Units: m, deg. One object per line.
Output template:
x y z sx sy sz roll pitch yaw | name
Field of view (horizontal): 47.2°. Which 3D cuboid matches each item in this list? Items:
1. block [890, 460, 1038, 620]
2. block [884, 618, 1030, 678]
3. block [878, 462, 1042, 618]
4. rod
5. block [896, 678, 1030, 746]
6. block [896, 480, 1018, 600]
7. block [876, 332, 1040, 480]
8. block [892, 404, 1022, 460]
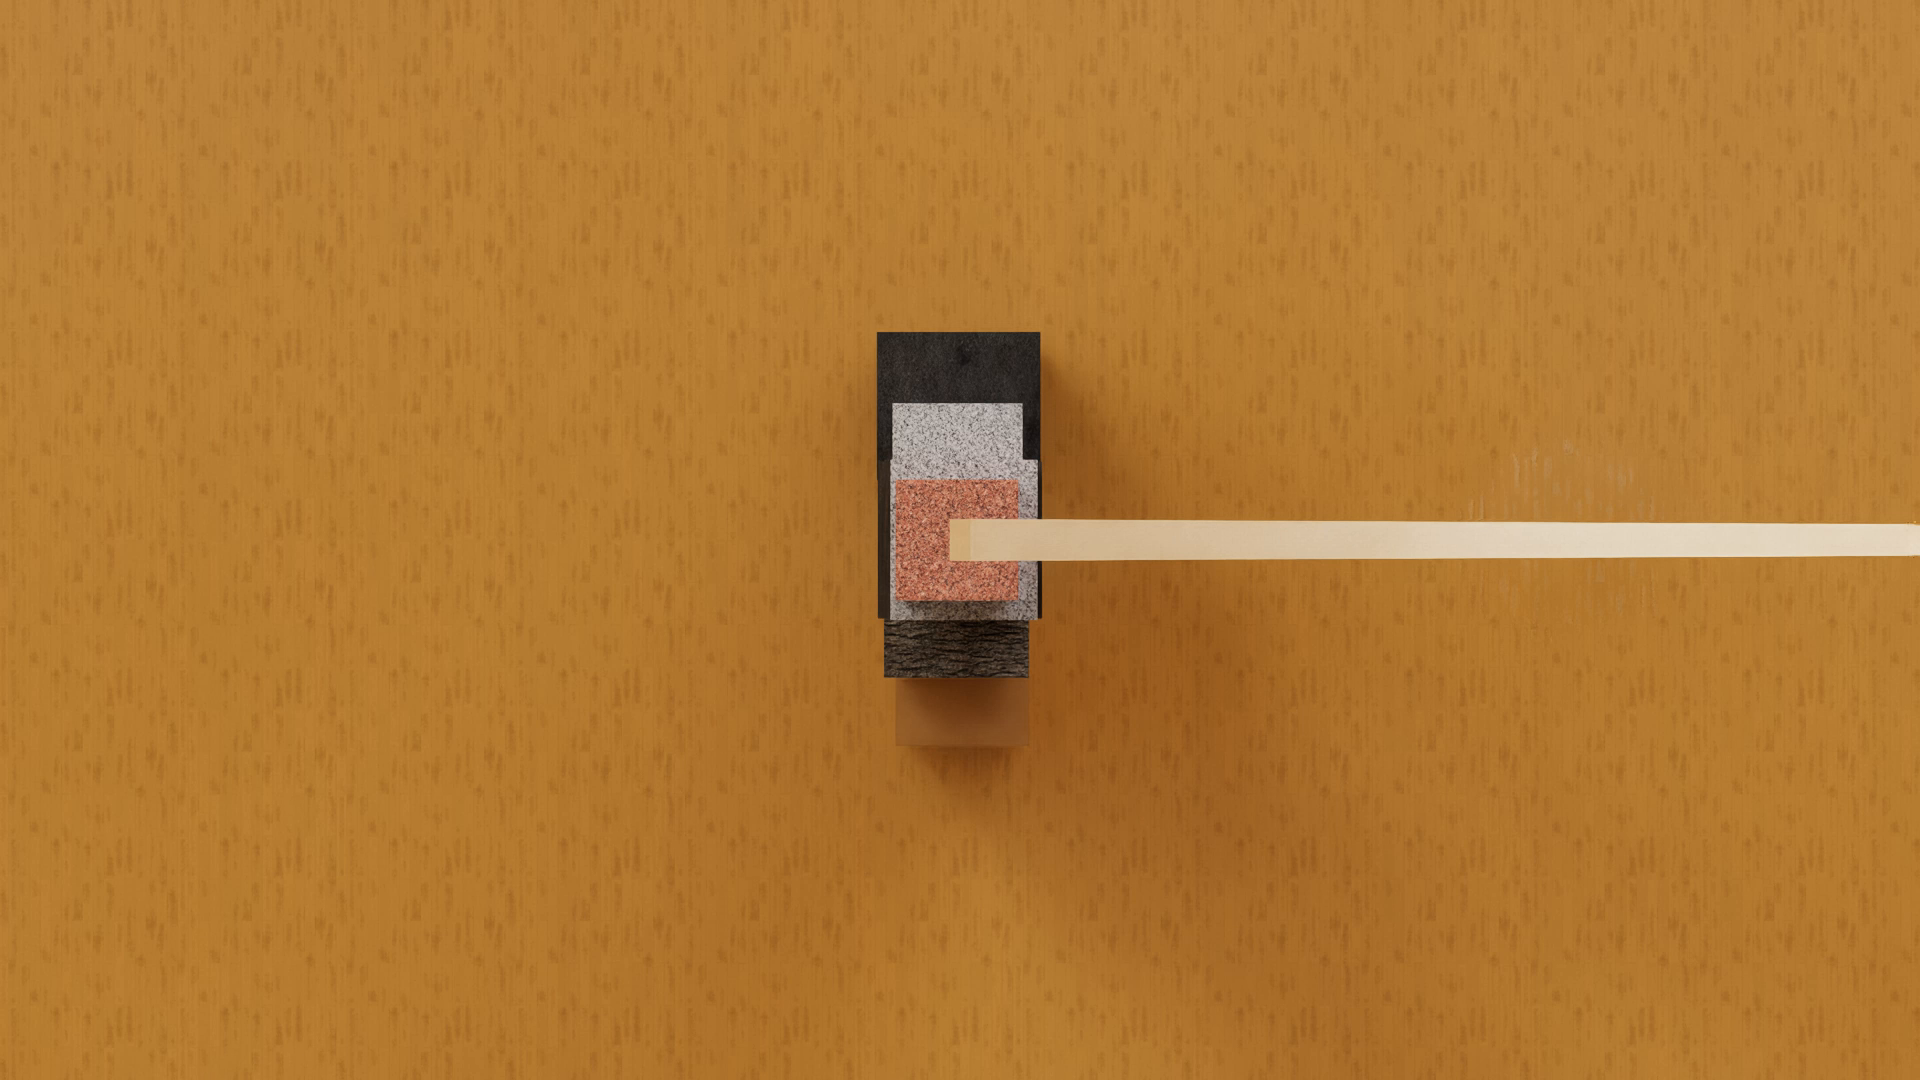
0.016 0.000 9.143 0.590 0.609 0.645 0 90 0 | block
-0.018 0.354 11.798 0.753 0.795 0.719 0 90 0 | block
0.000 0.000 9.852 0.707 0.809 0.675 0 90 0 | block
2.234 0.000 5.551 5.200 0.080 0.080 0 90 -31 | rod
0.013 0.791 12.625 0.744 0.751 0.712 0 90 0 | block
-0.012 0.000 8.603 0.468 0.471 0.460 0 90 0 | block
-0.007 -0.740 12.567 0.903 0.867 0.814 0 90 0 | block
-0.013 -0.364 11.814 0.679 0.639 0.699 0 90 0 | block
